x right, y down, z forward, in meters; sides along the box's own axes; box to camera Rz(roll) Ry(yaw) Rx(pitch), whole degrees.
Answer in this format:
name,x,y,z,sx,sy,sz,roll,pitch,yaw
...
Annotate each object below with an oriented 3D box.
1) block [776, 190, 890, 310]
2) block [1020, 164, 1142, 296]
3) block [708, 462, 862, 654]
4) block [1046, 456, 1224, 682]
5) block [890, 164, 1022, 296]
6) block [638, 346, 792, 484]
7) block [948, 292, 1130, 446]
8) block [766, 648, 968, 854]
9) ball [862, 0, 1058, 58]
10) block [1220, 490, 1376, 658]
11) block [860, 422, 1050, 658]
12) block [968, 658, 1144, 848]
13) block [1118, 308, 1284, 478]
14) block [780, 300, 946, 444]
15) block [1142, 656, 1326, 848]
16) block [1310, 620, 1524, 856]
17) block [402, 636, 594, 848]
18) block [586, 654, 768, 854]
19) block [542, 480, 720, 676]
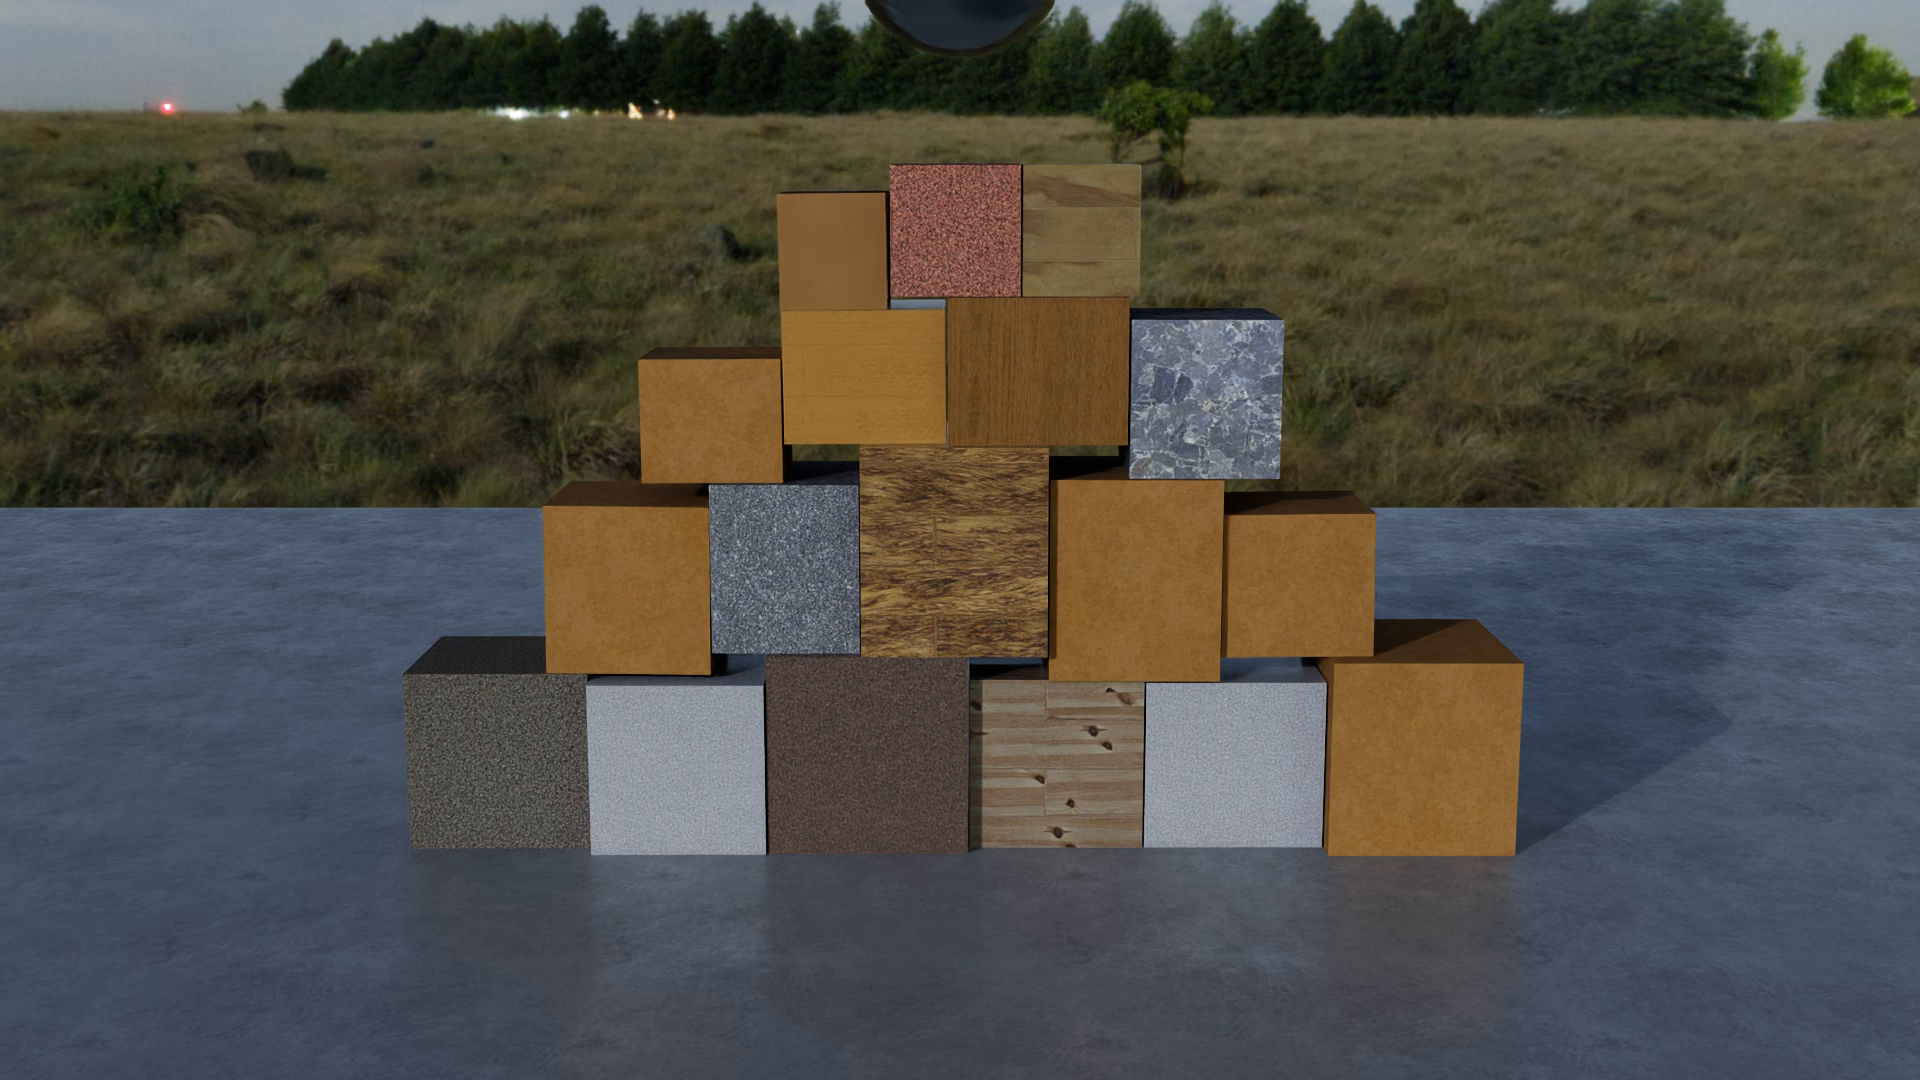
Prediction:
name,x,y,z,sx,sy,sz,roll,pitch,yaw
block,-0.619,-1.444,10.918,0.524,0.561,0.520,-1,10,0
block,0.586,-1.541,10.883,0.568,0.629,0.575,0,10,0
block,-0.860,0.074,11.201,0.731,0.842,0.822,0,10,0
block,0.863,0.129,11.199,0.845,1.005,0.846,0,10,0
block,-0.022,-1.545,10.904,0.629,0.628,0.655,0,10,0
block,-1.217,-0.636,11.053,0.692,0.608,0.636,0,10,0
block,0.380,-0.882,11.019,0.874,0.716,0.777,0,10,0
block,-0.459,0.984,11.349,0.994,1.003,0.958,0,10,0
ball,0.000,-4.236,15.599,1.600,1.600,1.600,0,10,0
block,1.667,0.162,11.198,0.755,0.715,0.732,-1,10,0
block,-0.028,-0.021,11.180,0.914,1.036,0.985,0,10,0
block,0.482,1.047,11.384,0.868,0.867,0.815,0,10,0
block,1.196,-0.749,11.054,0.735,0.775,0.758,0,10,0
block,-0.467,-0.854,11.044,0.792,0.650,0.698,-1,10,0
block,1.373,1.057,11.372,0.895,0.851,0.788,0,10,0
block,2.295,0.996,11.343,0.928,0.981,1.016,0,10,0
block,-2.302,1.031,11.379,0.913,0.900,0.846,0,10,0
block,-1.401,1.051,11.363,0.870,0.866,1.006,0,10,0
block,-1.637,0.180,11.213,0.814,0.840,0.797,1,10,0
